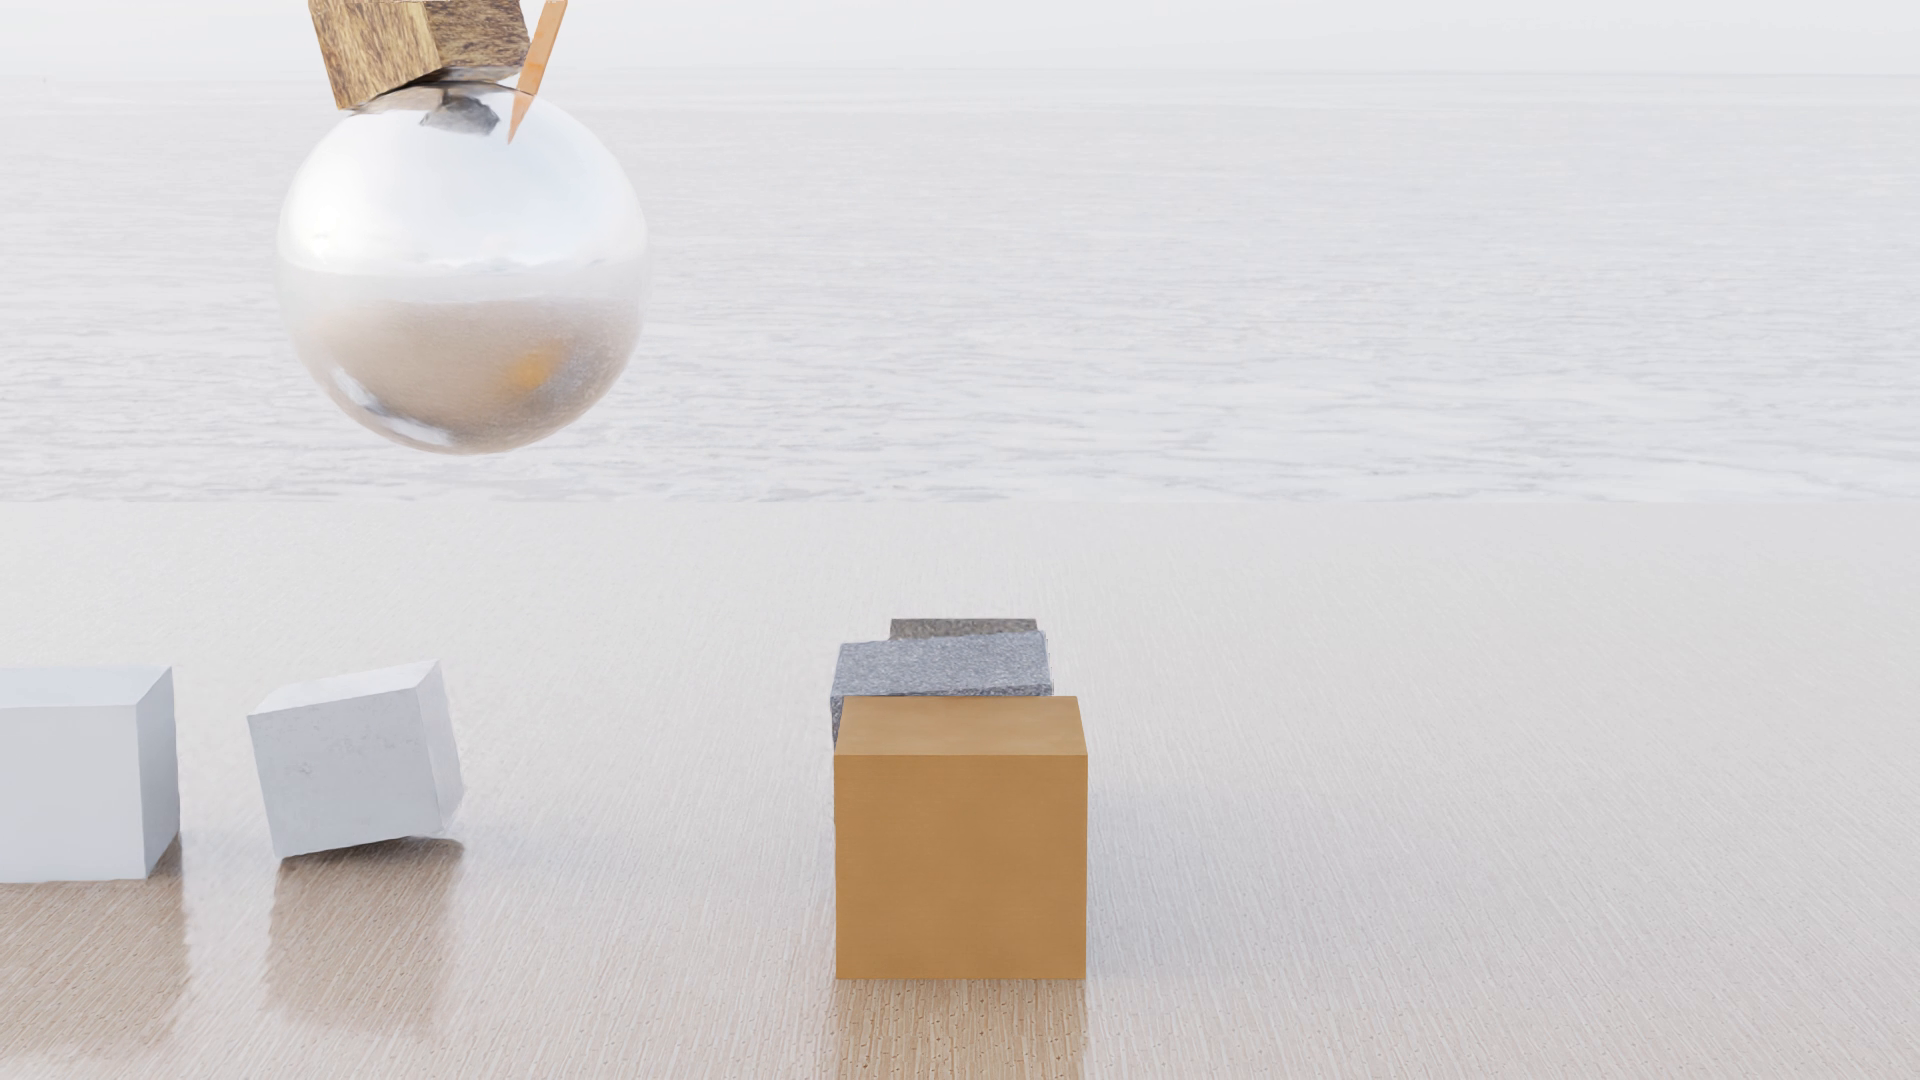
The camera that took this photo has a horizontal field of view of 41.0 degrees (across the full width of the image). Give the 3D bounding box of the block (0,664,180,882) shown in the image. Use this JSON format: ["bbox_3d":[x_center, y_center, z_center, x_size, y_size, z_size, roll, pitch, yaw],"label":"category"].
[{"bbox_3d":[-4.091,1.046,11.606,0.912,0.790,0.788,-1,10,-6],"label":"block"}]

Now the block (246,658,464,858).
[{"bbox_3d":[-2.770,0.996,11.833,0.759,0.664,0.711,-10,8,-2],"label":"block"}]

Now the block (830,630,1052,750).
[{"bbox_3d":[-0.054,0.986,11.462,0.940,0.901,1.052,-4,10,1],"label":"block"}]

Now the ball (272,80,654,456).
[{"bbox_3d":[-2.114,-1.157,10.970,1.600,1.600,1.600,0,10,0],"label":"ball"}]

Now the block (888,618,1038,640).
[{"bbox_3d":[0.018,0.875,12.371,0.714,0.853,0.754,0,10,0],"label":"block"}]

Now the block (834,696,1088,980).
[{"bbox_3d":[0.004,1.192,10.469,0.981,0.909,0.959,0,10,0],"label":"block"}]

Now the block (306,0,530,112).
[{"bbox_3d":[-2.344,-2.278,11.081,0.616,0.676,0.620,-14,2,32],"label":"block"}]

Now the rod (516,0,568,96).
[{"bbox_3d":[-0.916,-4.287,10.401,0.080,5.200,0.080,20,10,-4],"label":"rod"}]
